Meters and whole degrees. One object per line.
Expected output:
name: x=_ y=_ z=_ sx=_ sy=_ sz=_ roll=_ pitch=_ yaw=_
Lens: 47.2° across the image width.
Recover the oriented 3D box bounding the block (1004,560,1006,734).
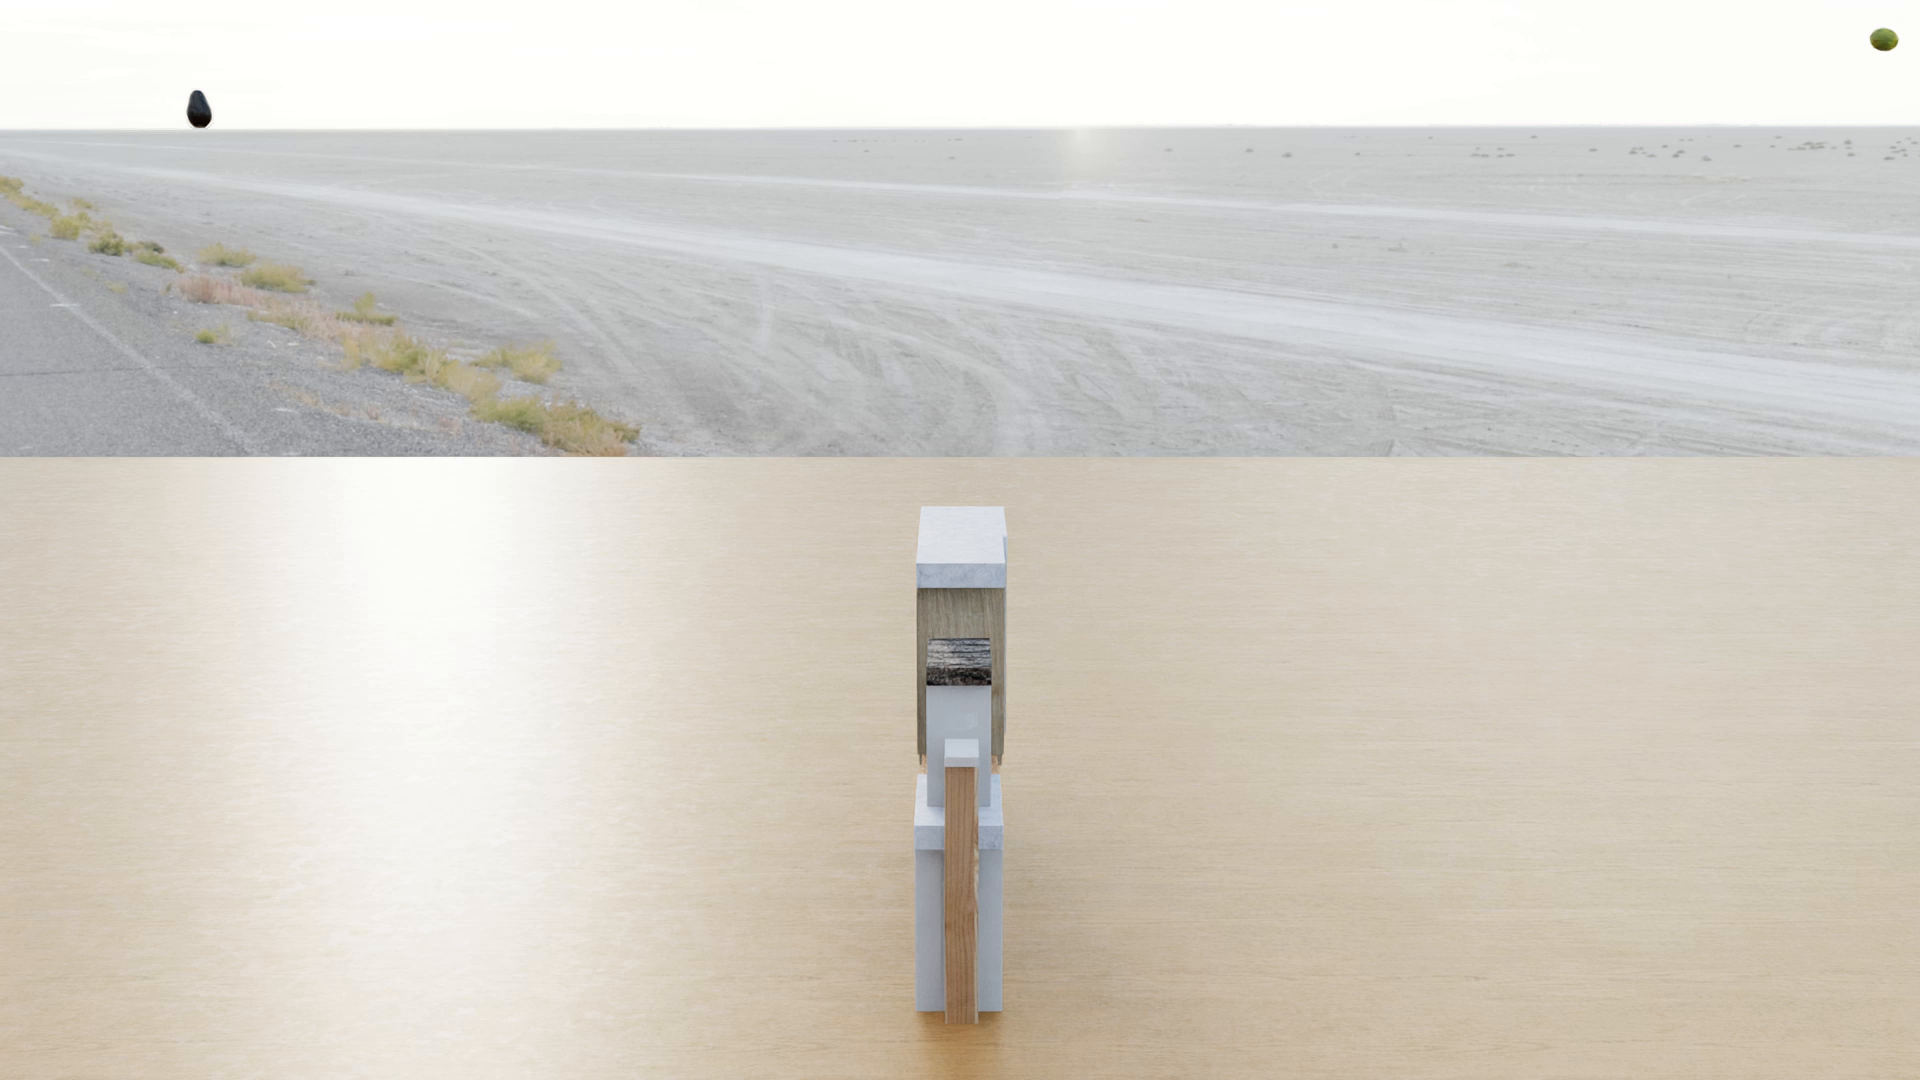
block: x=0.005 y=0.183 z=3.895 sx=0.154 sy=0.317 sz=0.044 roll=0 pitch=11 yaw=0

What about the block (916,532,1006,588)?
block: x=0.001 y=0.030 z=3.563 sx=0.139 sy=0.039 sz=0.277 roll=0 pitch=11 yaw=0

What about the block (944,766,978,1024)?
block: x=0.002 y=0.500 z=3.106 sx=0.047 sy=0.382 sz=0.013 roll=0 pitch=11 yaw=0

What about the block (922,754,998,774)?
block: x=0.000 y=0.365 z=3.478 sx=0.120 sy=0.034 sz=0.239 roll=0 pitch=11 yaw=0

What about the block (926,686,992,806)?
block: x=-0.002 y=0.293 z=3.185 sx=0.093 sy=0.185 sz=0.026 roll=0 pitch=11 yaw=0

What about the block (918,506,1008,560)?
block: x=0.005 y=-0.013 z=3.963 sx=0.154 sy=0.044 sz=0.308 roll=0 pitch=11 yaw=0

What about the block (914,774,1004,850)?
block: x=-0.002 y=0.397 z=3.229 sx=0.126 sy=0.036 sz=0.252 roll=0 pitch=11 yaw=0

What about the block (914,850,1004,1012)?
block: x=-0.002 y=0.554 z=3.173 sx=0.126 sy=0.252 sz=0.036 roll=0 pitch=11 yaw=0

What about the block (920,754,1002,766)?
block: x=0.001 y=0.204 z=3.689 sx=0.139 sy=0.349 sz=0.039 roll=0 pitch=11 yaw=0

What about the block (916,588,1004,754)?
block: x=0.001 y=0.202 z=3.501 sx=0.139 sy=0.277 sz=0.039 roll=0 pitch=11 yaw=0

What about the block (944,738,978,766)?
block: x=0.002 y=0.300 z=3.101 sx=0.047 sy=0.013 sz=0.094 roll=0 pitch=11 yaw=0

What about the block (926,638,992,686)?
block: x=-0.001 y=0.178 z=3.226 sx=0.093 sy=0.026 sz=0.185 roll=0 pitch=11 yaw=0
